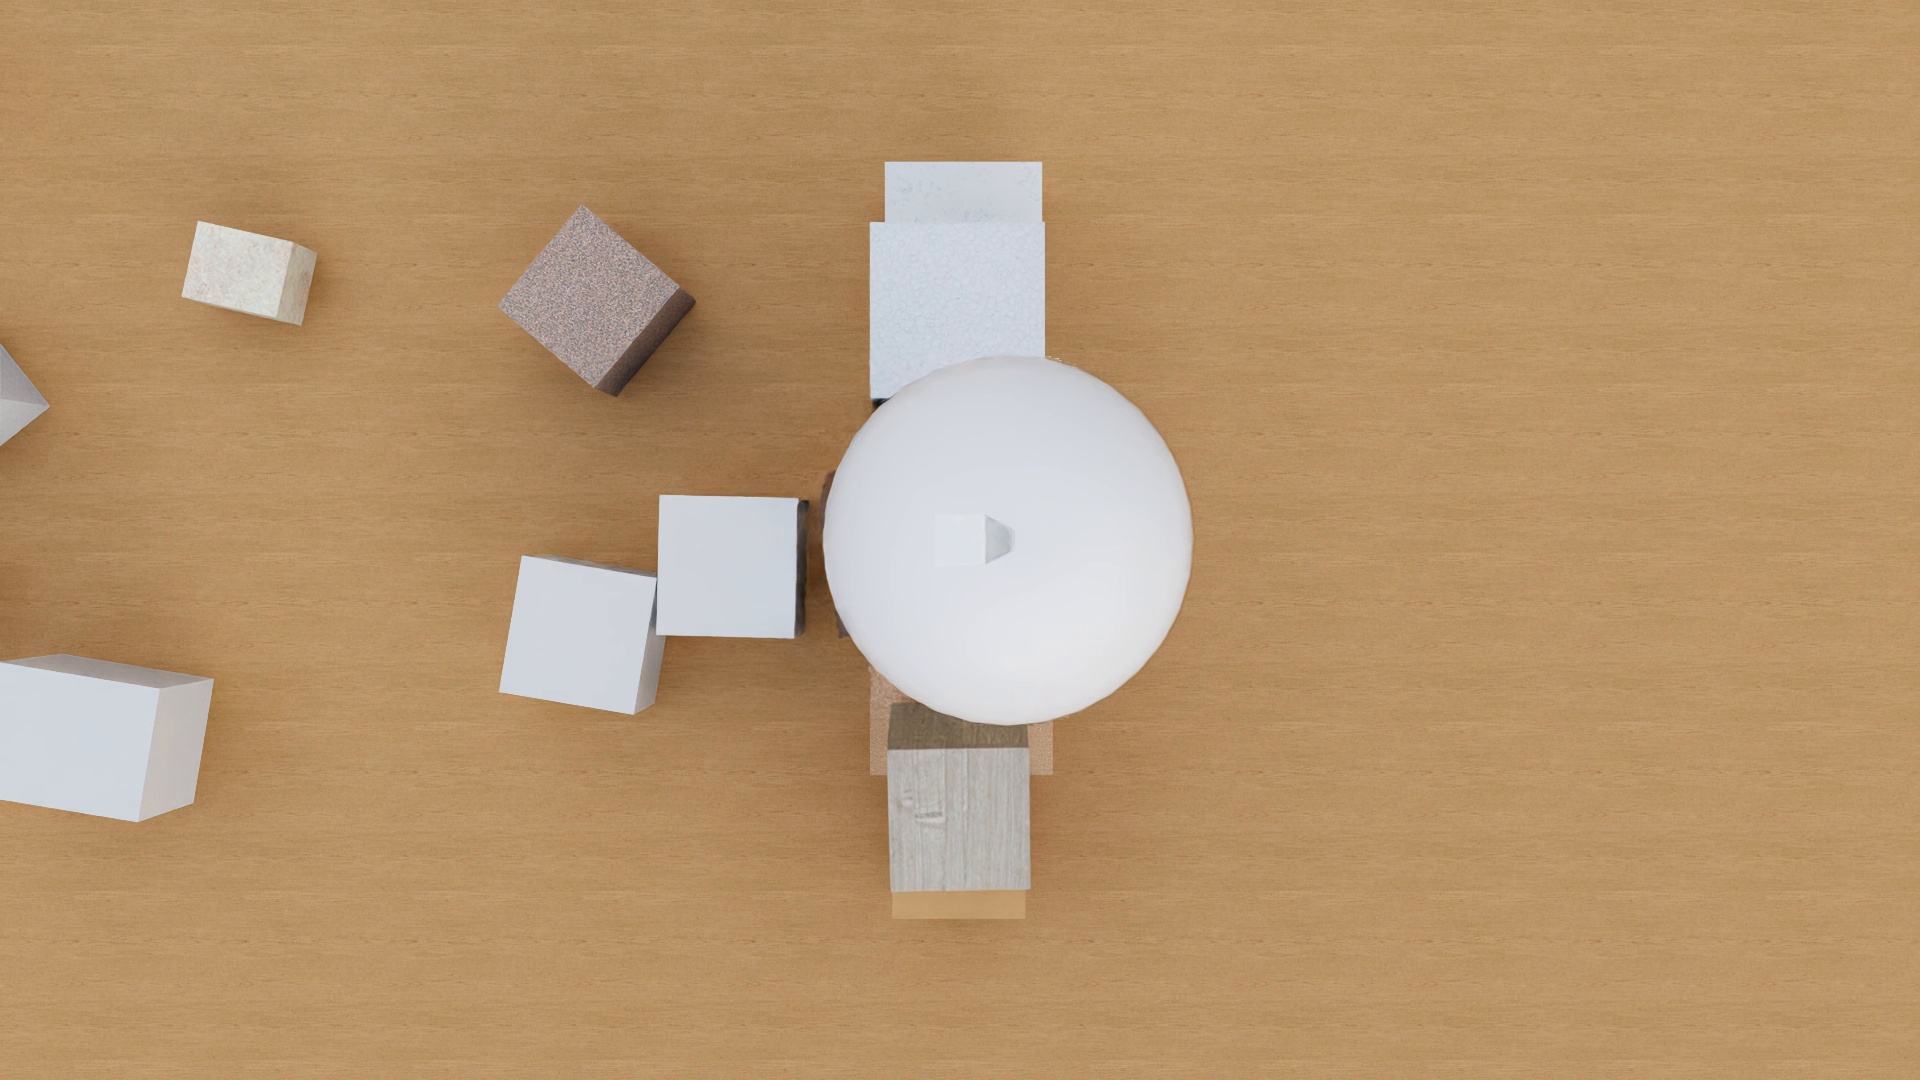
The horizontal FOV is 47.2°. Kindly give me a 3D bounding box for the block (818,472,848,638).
[{"bbox_3d":[-0.316,0.024,11.186,0.671,0.656,0.681,-7,107,3],"label":"block"}]

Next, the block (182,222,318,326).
[{"bbox_3d":[-4.114,-1.541,12.758,0.551,0.484,0.441,13,90,0],"label":"block"}]

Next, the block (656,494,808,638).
[{"bbox_3d":[-1.291,0.147,12.593,0.765,0.814,0.776,1,90,0],"label":"block"}]

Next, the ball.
[{"bbox_3d":[0.206,0.000,9.474,1.600,1.600,1.600,0,90,0],"label":"ball"}]

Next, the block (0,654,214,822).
[{"bbox_3d":[-4.920,1.113,12.559,0.910,0.881,0.745,9,90,0],"label":"block"}]

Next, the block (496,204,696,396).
[{"bbox_3d":[-2.067,-1.356,12.610,0.711,0.780,0.740,40,90,0],"label":"block"}]

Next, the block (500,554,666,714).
[{"bbox_3d":[-2.113,0.526,12.579,0.755,0.843,0.765,10,90,0],"label":"block"}]

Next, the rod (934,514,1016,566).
[{"bbox_3d":[0.089,0.000,6.076,0.080,5.200,0.080,0,90,2],"label":"rod"}]

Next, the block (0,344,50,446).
[{"bbox_3d":[-5.852,-0.840,12.628,0.684,0.743,0.669,-38,90,0],"label":"block"}]

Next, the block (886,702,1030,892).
[{"bbox_3d":[-0.004,1.355,11.717,0.729,0.719,0.787,-1,105,0],"label":"block"}]

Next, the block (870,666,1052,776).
[{"bbox_3d":[0.007,0.856,12.536,1.005,0.929,0.869,0,90,0],"label":"block"}]

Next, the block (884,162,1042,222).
[{"bbox_3d":[0.020,-1.674,12.595,0.871,0.810,0.844,0,90,0],"label":"block"}]

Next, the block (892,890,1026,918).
[{"bbox_3d":[-0.006,1.696,12.585,0.736,0.831,0.801,0,90,0],"label":"block"}]

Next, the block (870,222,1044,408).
[{"bbox_3d":[-0.013,-1.181,11.724,0.899,0.828,0.907,0,90,0],"label":"block"}]
